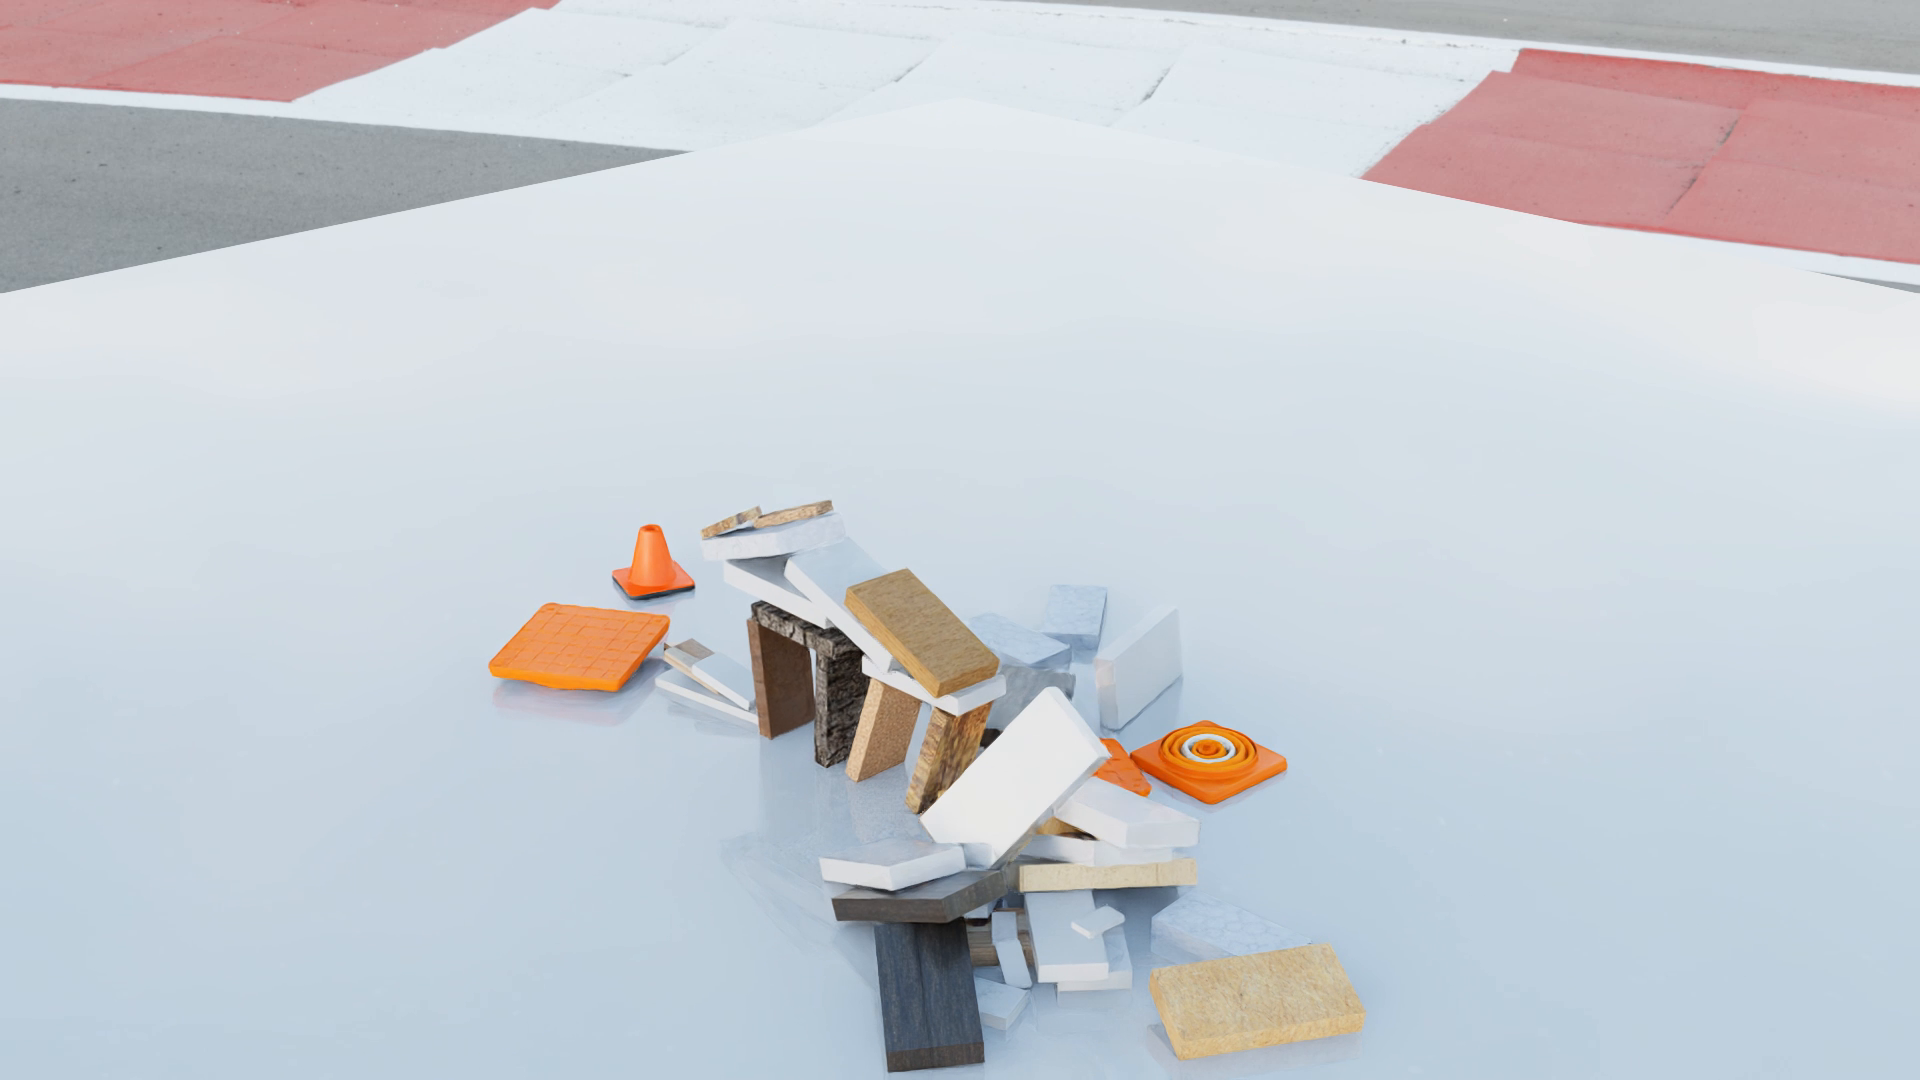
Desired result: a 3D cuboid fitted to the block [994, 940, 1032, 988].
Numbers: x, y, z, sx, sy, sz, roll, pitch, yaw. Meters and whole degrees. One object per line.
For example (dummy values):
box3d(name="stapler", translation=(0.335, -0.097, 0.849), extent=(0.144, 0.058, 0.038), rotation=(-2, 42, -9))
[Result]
box3d(name="block", translation=(0.094, 0.757, 3.910), extent=(0.045, 0.013, 0.090), rotation=(-8, 49, -10))

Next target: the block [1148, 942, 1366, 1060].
box3d(name="block", translation=(0.510, 0.792, 3.786), extent=(0.332, 0.047, 0.166), rotation=(-6, 37, -13))

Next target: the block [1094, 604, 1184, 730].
box3d(name="block", translation=(0.400, 0.279, 4.889), extent=(0.046, 0.163, 0.326), rotation=(5, 22, 31))

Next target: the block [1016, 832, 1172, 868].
box3d(name="block", translation=(0.249, 0.576, 4.150), extent=(0.162, 0.046, 0.325), rotation=(0, -3, -24))

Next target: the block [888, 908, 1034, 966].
box3d(name="block", translation=(0.003, 0.725, 4.004), extent=(0.263, 0.037, 0.131), rotation=(-2, 23, -4))

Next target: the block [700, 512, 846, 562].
box3d(name="block", translation=(-0.400, -0.005, 4.667), extent=(0.165, 0.047, 0.329), rotation=(-18, 7, -34))

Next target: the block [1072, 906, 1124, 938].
box3d(name="block", translation=(0.248, 0.685, 3.945), extent=(0.090, 0.013, 0.045), rotation=(-17, 29, -39))

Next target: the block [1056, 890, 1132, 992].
box3d(name="block", translation=(0.231, 0.727, 4.000), extent=(0.131, 0.037, 0.263), rotation=(-1, 23, -3))

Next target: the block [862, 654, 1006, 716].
box3d(name="block", translation=(-0.053, 0.269, 4.393), extent=(0.270, 0.038, 0.135), rotation=(21, 31, 40))

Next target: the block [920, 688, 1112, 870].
box3d(name="block", translation=(0.099, 0.458, 4.062), extent=(0.166, 0.369, 0.047), rotation=(52, 23, 24))

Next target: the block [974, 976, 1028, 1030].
box3d(name="block", translation=(0.016, 0.800, 3.843), extent=(0.183, 0.026, 0.091), rotation=(11, 25, 23))

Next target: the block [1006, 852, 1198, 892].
box3d(name="block", translation=(0.263, 0.623, 4.128), extent=(0.332, 0.047, 0.166), rotation=(-1, -4, -8))

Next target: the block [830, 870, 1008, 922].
box3d(name="block", translation=(-0.077, 0.649, 4.009), extent=(0.153, 0.043, 0.307), rotation=(-18, 5, -43))

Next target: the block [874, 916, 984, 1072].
box3d(name="block", translation=(-0.056, 0.780, 3.800), extent=(0.163, 0.046, 0.326), rotation=(-6, 30, -3))

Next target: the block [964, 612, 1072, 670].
box3d(name="block", translation=(0.115, 0.244, 5.137), extent=(0.135, 0.038, 0.271), rotation=(-20, 30, -39))

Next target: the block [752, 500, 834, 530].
box3d(name="block", translation=(-0.356, -0.055, 4.691), extent=(0.156, 0.022, 0.078), rotation=(-12, 7, 25))

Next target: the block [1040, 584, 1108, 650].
box3d(name="block", translation=(0.275, 0.183, 5.281), extent=(0.135, 0.038, 0.276), rotation=(3, 23, 7))

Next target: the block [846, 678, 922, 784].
box3d(name="block", translation=(-0.148, 0.372, 4.543), extent=(0.135, 0.270, 0.038), rotation=(-21, 50, -40))

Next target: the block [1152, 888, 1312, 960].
box3d(name="block", translation=(0.494, 0.724, 4.007), extent=(0.263, 0.037, 0.131), rotation=(19, 29, 37))

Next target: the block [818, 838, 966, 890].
box3d(name="block", translation=(-0.130, 0.607, 4.124), extent=(0.153, 0.043, 0.307), rotation=(-11, 1, -28))

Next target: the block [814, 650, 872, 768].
box3d(name="block", translation=(-0.242, 0.336, 4.625), extent=(0.133, 0.266, 0.038), rotation=(-21, 34, -41))

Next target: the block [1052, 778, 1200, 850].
box3d(name="block", translation=(0.277, 0.502, 4.060), extent=(0.162, 0.046, 0.325), rotation=(2, 8, -32))

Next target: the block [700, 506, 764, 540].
box3d(name="block", translation=(-0.495, -0.037, 4.750), extent=(0.078, 0.022, 0.156), rotation=(-23, 2, -32))

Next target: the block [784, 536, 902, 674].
box3d(name="block", translation=(-0.189, 0.128, 4.474), extent=(0.165, 0.047, 0.329), rotation=(-21, 51, -40))

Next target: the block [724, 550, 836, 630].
box3d(name="block", translation=(-0.331, 0.092, 4.634), extent=(0.165, 0.047, 0.329), rotation=(-20, 30, -40))

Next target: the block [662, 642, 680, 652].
box3d(name="block", translation=(-0.611, 0.271, 5.066), extent=(0.076, 0.021, 0.151), rotation=(2, 16, -41))

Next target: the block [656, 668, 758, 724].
box3d(name="block", translation=(-0.535, 0.348, 4.914), extent=(0.333, 0.021, 0.076), rotation=(17, 28, 34))

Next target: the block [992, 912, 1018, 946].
box3d(name="block", translation=(0.080, 0.704, 3.988), extent=(0.045, 0.013, 0.090), rotation=(0, 23, 0))

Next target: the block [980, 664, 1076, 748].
box3d(name="block", translation=(0.136, 0.364, 4.738), extent=(0.163, 0.046, 0.326), rotation=(7, 22, 13))

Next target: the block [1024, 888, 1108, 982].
box3d(name="block", translation=(0.189, 0.708, 3.952), extent=(0.123, 0.035, 0.246), rotation=(-2, 23, -4))

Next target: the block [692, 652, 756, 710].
box3d(name="block", translation=(-0.503, 0.313, 4.887), extent=(0.174, 0.025, 0.087), rotation=(30, 35, 28))

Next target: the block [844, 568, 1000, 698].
box3d(name="block", translation=(-0.077, 0.182, 4.367), extent=(0.153, 0.043, 0.307), rotation=(-18, 48, -36))

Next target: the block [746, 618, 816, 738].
box3d(name="block", translation=(-0.384, 0.280, 4.756), extent=(0.133, 0.266, 0.038), rotation=(-21, 24, -40))

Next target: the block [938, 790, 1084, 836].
box3d(name="block", translation=(0.121, 0.526, 4.290), extent=(0.162, 0.046, 0.325), rotation=(1, 1, -38))

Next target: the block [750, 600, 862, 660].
box3d(name="block", translation=(-0.302, 0.172, 4.619), extent=(0.133, 0.038, 0.266), rotation=(-21, 31, -40))

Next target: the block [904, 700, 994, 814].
box3d(name="block", translation=(-0.021, 0.422, 4.423), extent=(0.135, 0.270, 0.038), rotation=(-21, 50, -40))

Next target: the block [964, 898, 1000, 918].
box3d(name="block", translation=(0.022, 0.664, 4.090), extent=(0.091, 0.026, 0.183), rotation=(-1, 7, 11))

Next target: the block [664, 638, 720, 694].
box3d(name="block", translation=(-0.576, 0.284, 4.960), extent=(0.174, 0.025, 0.087), rotation=(29, 35, 29))
